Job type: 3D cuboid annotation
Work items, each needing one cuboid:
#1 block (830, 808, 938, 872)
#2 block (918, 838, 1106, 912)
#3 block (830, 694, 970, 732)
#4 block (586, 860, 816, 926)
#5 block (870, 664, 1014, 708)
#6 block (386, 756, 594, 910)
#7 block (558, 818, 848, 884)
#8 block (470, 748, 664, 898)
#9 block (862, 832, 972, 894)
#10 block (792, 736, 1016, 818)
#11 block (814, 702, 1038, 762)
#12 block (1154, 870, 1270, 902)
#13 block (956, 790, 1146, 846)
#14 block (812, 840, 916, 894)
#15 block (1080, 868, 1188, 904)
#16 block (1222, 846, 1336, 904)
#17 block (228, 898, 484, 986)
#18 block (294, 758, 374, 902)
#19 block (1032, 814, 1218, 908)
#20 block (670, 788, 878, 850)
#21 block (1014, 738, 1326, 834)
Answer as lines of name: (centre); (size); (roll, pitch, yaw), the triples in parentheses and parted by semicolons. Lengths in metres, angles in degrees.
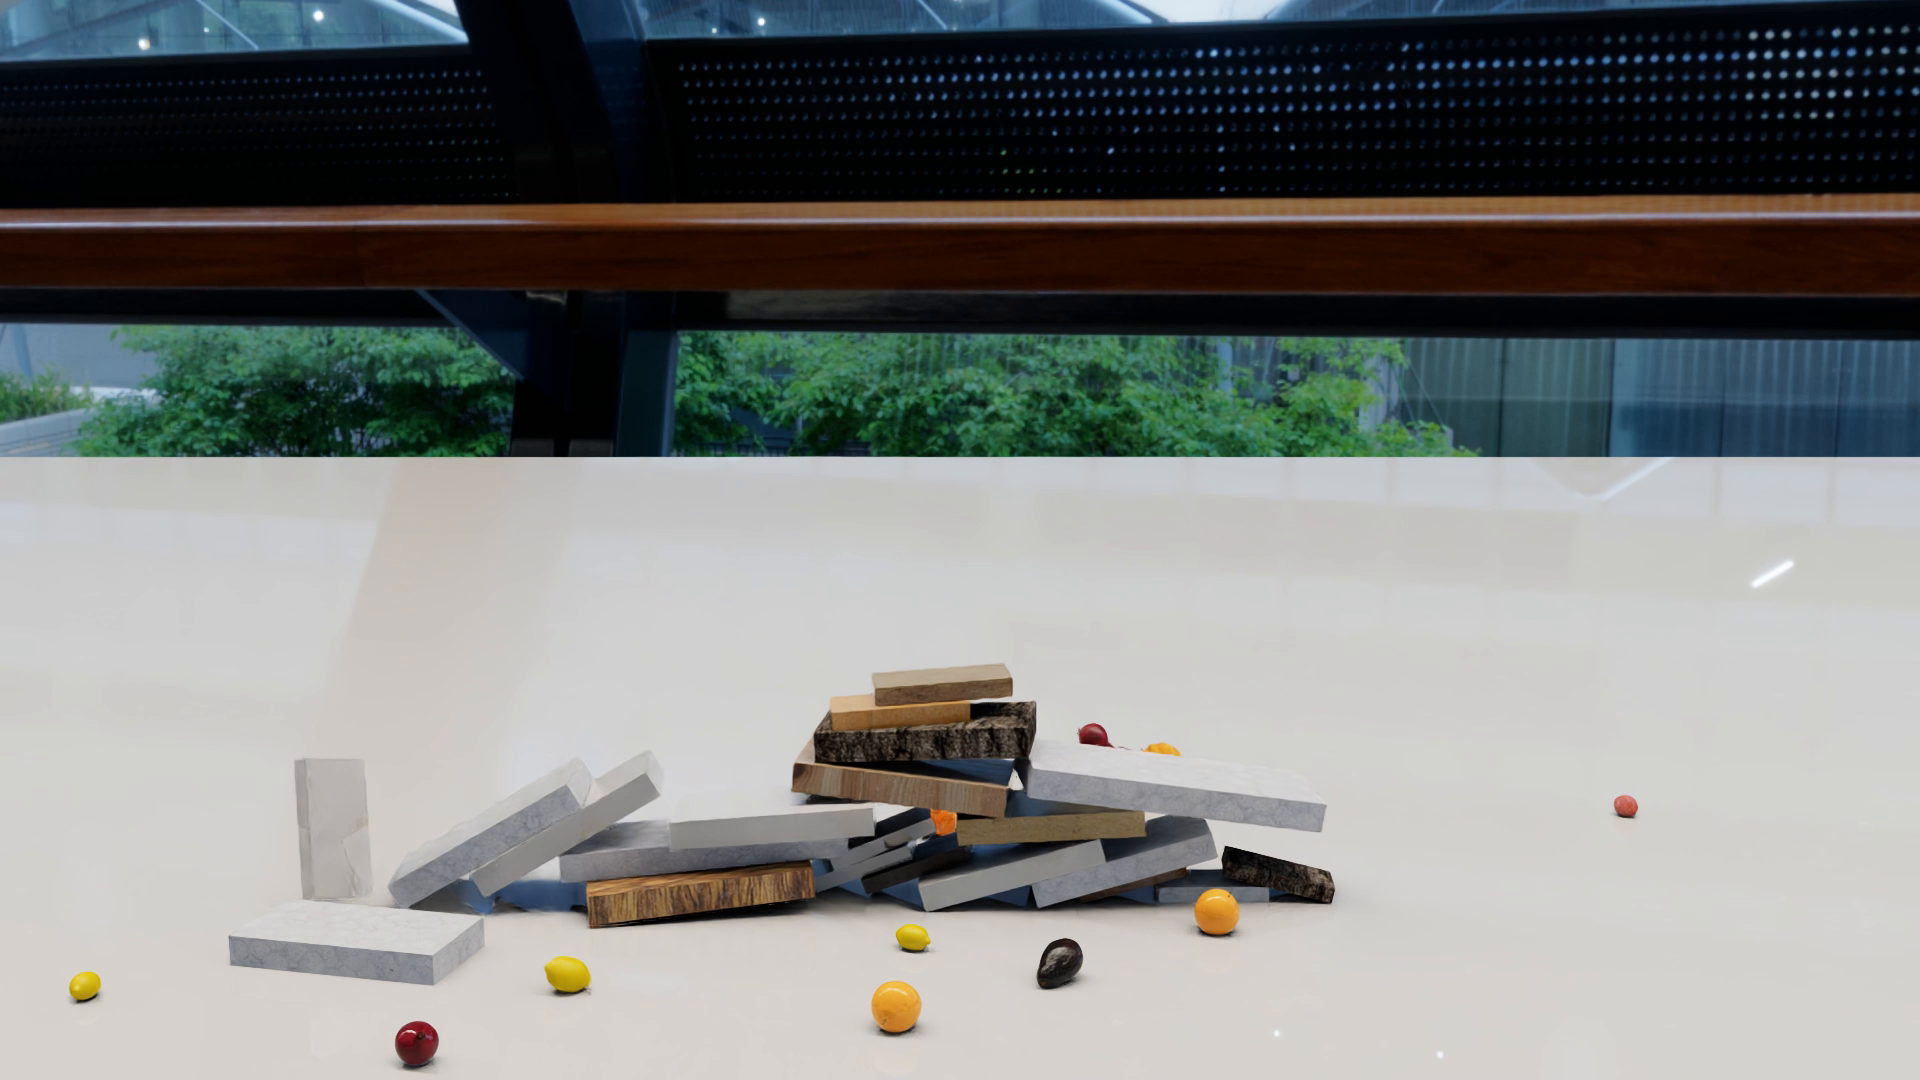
block: (-0.131, 0.497, 3.690); (0.183, 0.026, 0.091); (-22, 10, 0)
block: (0.085, 0.531, 3.645); (0.305, 0.043, 0.153); (-15, 10, 2)
block: (-0.100, 0.279, 3.634); (0.226, 0.032, 0.113); (-4, 9, -4)
block: (-0.430, 0.561, 3.614); (0.363, 0.048, 0.170); (-6, 10, -10)
block: (-0.031, 0.240, 3.650); (0.226, 0.032, 0.113); (-4, 9, -5)
block: (-0.775, 0.483, 3.644); (0.339, 0.048, 0.170); (-30, 10, 3)
block: (-0.424, 0.503, 3.664); (0.468, 0.047, 0.164); (-5, 9, -5)
block: (-0.647, 0.466, 3.638); (0.329, 0.047, 0.164); (-30, 10, -1)
block: (-0.070, 0.535, 3.666); (0.183, 0.026, 0.091); (-20, 10, 10)
block: (-0.090, 0.391, 3.644); (0.349, 0.049, 0.175); (7, 10, 5)
block: (-0.054, 0.317, 3.641); (0.349, 0.049, 0.175); (-2, 10, 7)
block: (0.419, 0.577, 3.670); (0.182, 0.026, 0.091); (0, 11, -1)
block: (0.151, 0.453, 3.638); (0.305, 0.043, 0.153); (-3, 10, 4)
block: (-0.165, 0.538, 3.694); (0.183, 0.026, 0.091); (-20, 10, 7)
block: (0.284, 0.555, 3.659); (0.182, 0.026, 0.091); (-15, 10, 3)
block: (0.529, 0.556, 3.663); (0.182, 0.026, 0.091); (14, 10, 1)
block: (-0.927, 0.618, 3.389); (0.339, 0.048, 0.170); (3, 11, 14)
block: (-1.015, 0.469, 3.566); (0.032, 0.226, 0.113); (-17, -15, 37)
block: (0.265, 0.525, 3.651); (0.305, 0.043, 0.153); (-16, 10, 1)
block: (-0.303, 0.453, 3.624); (0.328, 0.047, 0.164); (-4, 9, 0)
block: (0.343, 0.403, 3.632); (0.490, 0.049, 0.175); (8, 11, -8)
